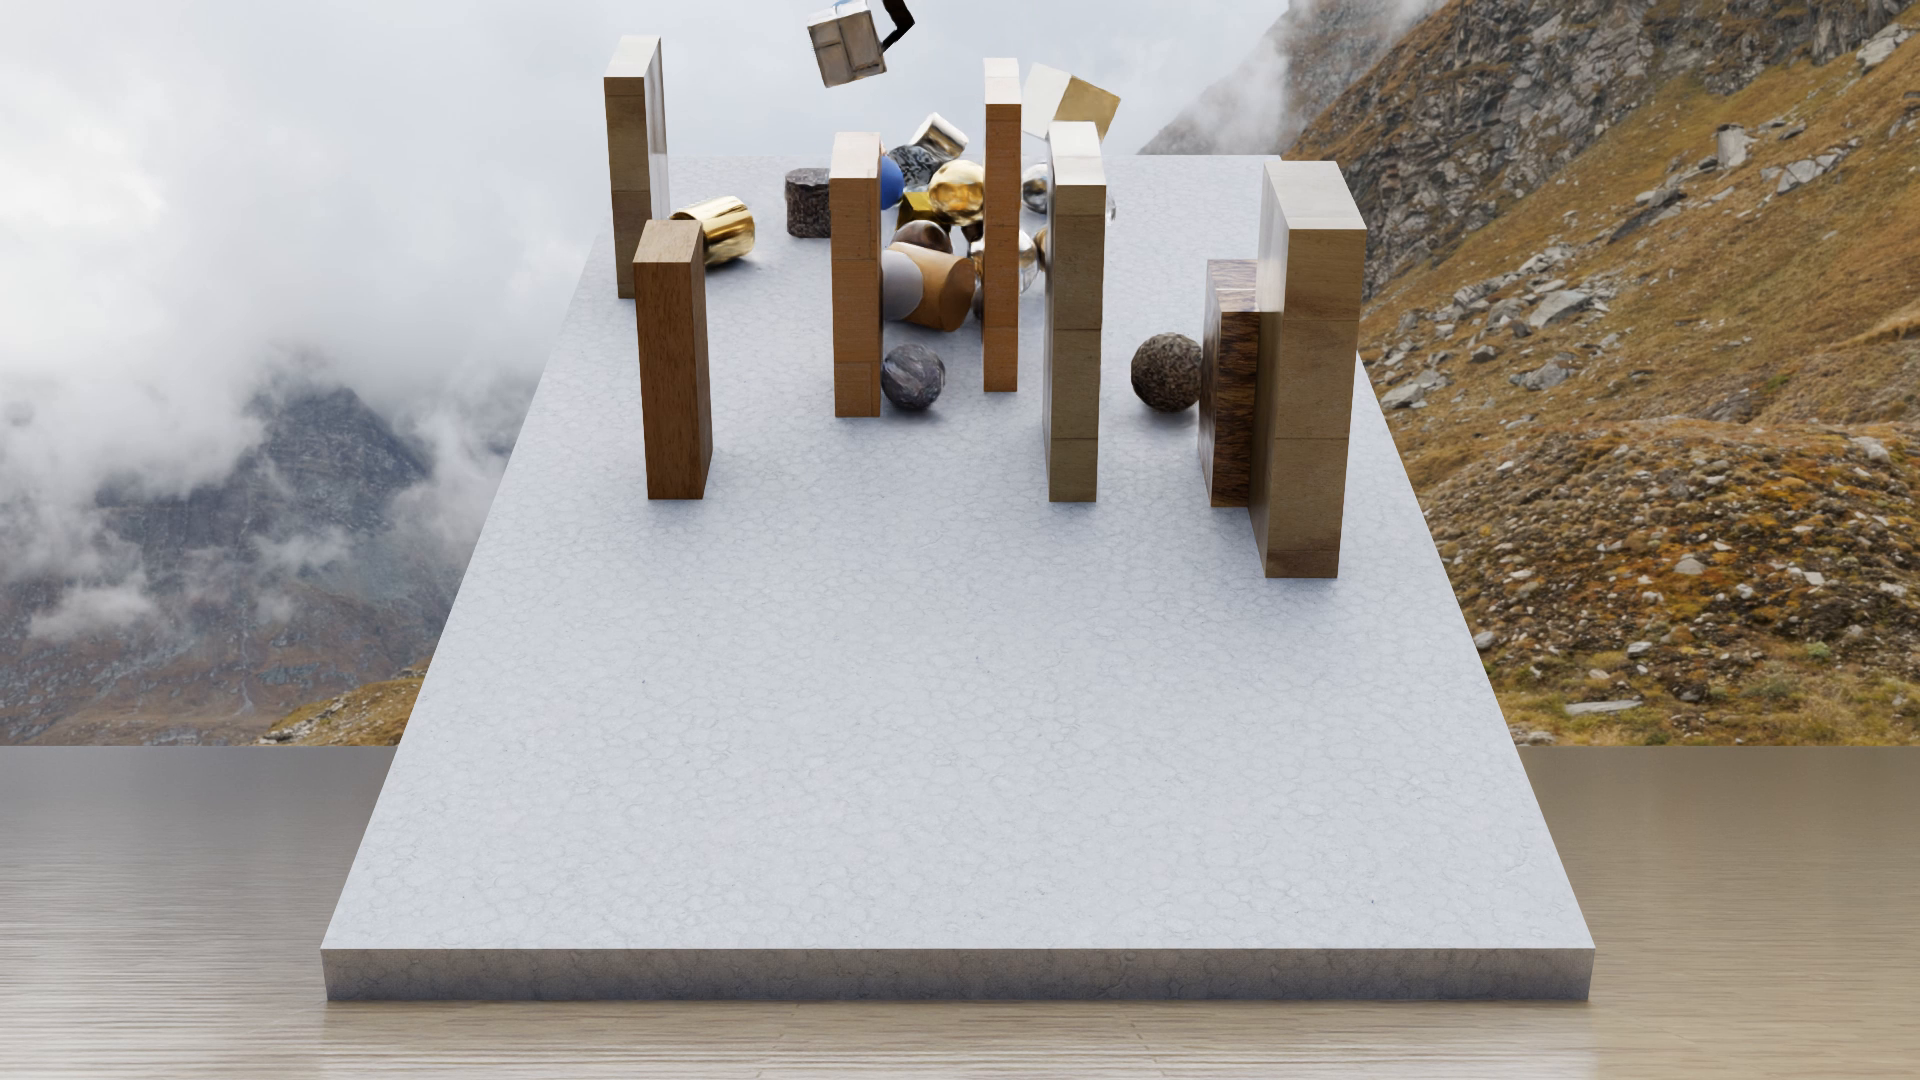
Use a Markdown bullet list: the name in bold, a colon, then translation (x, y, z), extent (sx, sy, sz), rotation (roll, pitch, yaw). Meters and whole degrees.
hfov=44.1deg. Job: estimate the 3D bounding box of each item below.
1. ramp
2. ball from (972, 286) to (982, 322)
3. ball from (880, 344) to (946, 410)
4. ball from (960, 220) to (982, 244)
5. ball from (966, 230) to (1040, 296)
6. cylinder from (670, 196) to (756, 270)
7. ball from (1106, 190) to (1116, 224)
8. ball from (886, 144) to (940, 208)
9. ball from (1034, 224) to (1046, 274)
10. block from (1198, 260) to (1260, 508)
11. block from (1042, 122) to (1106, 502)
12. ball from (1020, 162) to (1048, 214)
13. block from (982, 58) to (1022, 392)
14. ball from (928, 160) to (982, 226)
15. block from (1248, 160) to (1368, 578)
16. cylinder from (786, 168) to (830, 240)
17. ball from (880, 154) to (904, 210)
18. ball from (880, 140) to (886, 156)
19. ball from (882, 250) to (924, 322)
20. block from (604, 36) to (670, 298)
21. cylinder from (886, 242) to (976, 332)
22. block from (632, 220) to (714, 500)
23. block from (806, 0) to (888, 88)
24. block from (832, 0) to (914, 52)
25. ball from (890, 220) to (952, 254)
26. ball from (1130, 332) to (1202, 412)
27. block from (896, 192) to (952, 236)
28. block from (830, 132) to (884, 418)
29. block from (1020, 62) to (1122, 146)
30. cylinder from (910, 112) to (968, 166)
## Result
- **ramp**: translation (-0.011, -0.226, 5.523), extent (2.000, 0.100, 4.000), rotation (0, 27, 0)
- **ball**: translation (0.083, -0.600, 6.025), extent (0.109, 0.109, 0.109), rotation (0, -5, 0)
- **ball**: translation (-0.110, -0.383, 5.550), extent (0.154, 0.154, 0.154), rotation (0, -5, 0)
- **ball**: translation (0.074, -0.869, 6.508), extent (0.147, 0.147, 0.147), rotation (0, -5, 0)
- **ball**: translation (0.110, -0.717, 6.118), extent (0.190, 0.190, 0.190), rotation (0, -5, 0)
- **cylinder**: translation (-0.670, -0.825, 6.392), extent (0.169, 0.169, 0.169), rotation (-5, 17, 47)
- **ball**: translation (0.383, -0.935, 6.678), extent (0.113, 0.113, 0.113), rotation (0, -5, 0)
- **ball**: translation (-0.147, -1.040, 6.801), extent (0.185, 0.185, 0.185), rotation (0, -5, 0)
- **ball**: translation (0.262, -0.761, 6.215), extent (0.150, 0.150, 0.150), rotation (0, -5, 0)
- **block**: translation (0.611, -0.342, 5.147), extent (0.141, 0.451, 0.309), rotation (0, 27, 0)
- **block**: translation (0.244, -0.499, 5.161), extent (0.102, 0.716, 0.429), rotation (0, 27, 0)
- **ball**: translation (0.240, -1.005, 6.778), extent (0.145, 0.145, 0.145), rotation (0, -5, 0)
- **block**: translation (0.097, -0.755, 5.672), extent (0.081, 0.705, 0.378), rotation (0, 27, 0)
- **ball**: translation (0.003, -0.907, 6.206), extent (0.173, 0.173, 0.173), rotation (0, -5, 0)
- **block**: translation (0.694, -0.348, 4.836), extent (0.147, 0.747, 0.410), rotation (0, 27, 0)
- **cylinder**: translation (-0.408, -0.943, 6.640), extent (0.156, 0.156, 0.156), rotation (0, 27, 0)
- **ball**: translation (-0.231, -0.990, 6.577), extent (0.155, 0.155, 0.155), rotation (0, -5, 0)
- **ball**: translation (-0.288, -1.135, 7.031), extent (0.144, 0.144, 0.144), rotation (0, -5, 0)
- **ball**: translation (-0.175, -0.624, 5.830), extent (0.174, 0.174, 0.174), rotation (0, -5, 0)
- **block**: translation (-0.843, -0.983, 6.239), extent (0.101, 0.592, 0.392), rotation (0, 27, 0)
- **cylinder**: translation (-0.090, -0.641, 6.003), extent (0.191, 0.191, 0.191), rotation (16, 2, 23)
- **block**: translation (-0.617, -0.390, 5.131), extent (0.118, 0.545, 0.261), rotation (0, 27, 0)
- **block**: translation (-0.305, -1.338, 6.386), extent (0.172, 0.172, 0.172), rotation (-15, 23, 2)
- **block**: translation (-0.253, -1.451, 6.606), extent (0.151, 0.151, 0.151), rotation (-5, 36, 46)
- **ball**: translation (-0.104, -0.762, 6.274), extent (0.169, 0.169, 0.169), rotation (0, -5, 0)
- **ball**: translation (0.490, -0.391, 5.534), extent (0.185, 0.185, 0.185), rotation (0, -5, 0)
- **block**: translation (-0.097, -0.879, 6.531), extent (0.115, 0.115, 0.115), rotation (0, 33, -19)
- **block**: translation (-0.239, -0.621, 5.546), extent (0.105, 0.581, 0.335), rotation (0, 27, 0)
- **block**: translation (0.308, -1.267, 7.016), extent (0.200, 0.200, 0.200), rotation (18, 9, -37)
- **cylinder**: translation (-0.062, -1.185, 7.068), extent (0.127, 0.127, 0.127), rotation (35, -16, -16)
